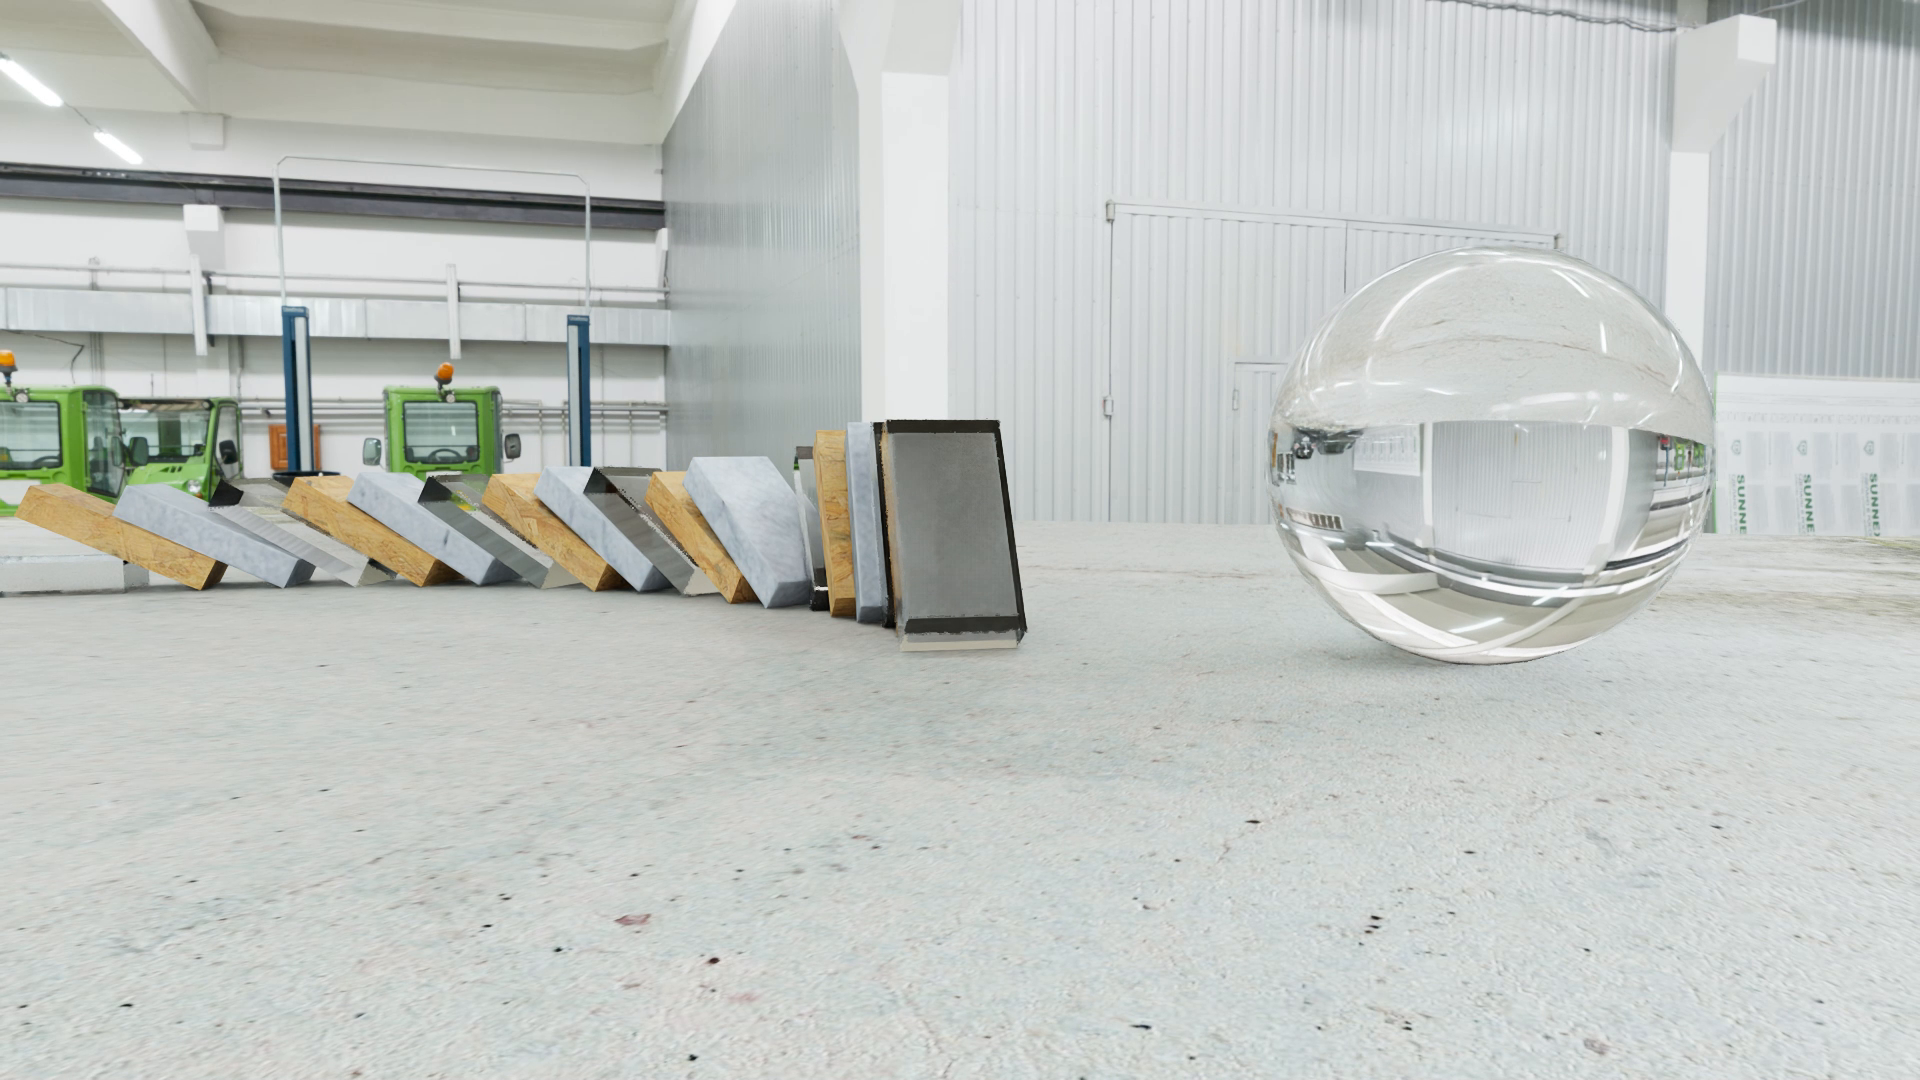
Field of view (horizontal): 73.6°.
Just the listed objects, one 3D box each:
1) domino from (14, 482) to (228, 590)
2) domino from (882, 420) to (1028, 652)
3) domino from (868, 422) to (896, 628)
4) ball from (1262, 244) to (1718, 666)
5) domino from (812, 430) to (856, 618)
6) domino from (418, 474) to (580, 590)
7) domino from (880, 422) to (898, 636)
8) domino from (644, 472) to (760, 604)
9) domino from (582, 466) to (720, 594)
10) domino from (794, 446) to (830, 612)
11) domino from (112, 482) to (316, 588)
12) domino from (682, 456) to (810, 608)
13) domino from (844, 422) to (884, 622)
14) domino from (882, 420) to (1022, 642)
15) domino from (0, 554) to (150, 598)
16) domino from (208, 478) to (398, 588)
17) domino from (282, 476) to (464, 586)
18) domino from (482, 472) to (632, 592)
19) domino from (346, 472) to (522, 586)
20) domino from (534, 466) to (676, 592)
[{"bbox_3d":[-0.243,-0.001,0.376,0.050,0.010,0.025,26,-4,-18],"label":"domino"},{"bbox_3d":[-0.002,-0.002,0.273,0.025,0.050,0.010,-1,-27,-11],"label":"domino"},{"bbox_3d":[-0.007,-0.004,0.305,0.025,0.050,0.010,-1,-27,-11],"label":"domino"},{"bbox_3d":[0.099,-0.016,0.247,0.080,0.080,0.080,0,4,0],"label":"ball"},{"bbox_3d":[-0.022,-0.005,0.327,0.025,0.050,0.010,-1,-32,-15],"label":"domino"},{"bbox_3d":[-0.137,-0.003,0.392,0.050,0.010,0.025,32,13,14],"label":"domino"},{"bbox_3d":[-0.004,-0.003,0.295,0.025,0.050,0.010,-1,-27,-11],"label":"domino"},{"bbox_3d":[-0.065,-0.002,0.362,0.025,0.009,0.050,-4,38,-44],"label":"domino"},{"bbox_3d":[-0.084,-0.003,0.373,0.050,0.009,0.025,40,22,26],"label":"domino"},{"bbox_3d":[-0.029,-0.004,0.342,0.025,0.010,0.050,-1,49,-15],"label":"domino"},{"bbox_3d":[-0.222,-0.002,0.385,0.050,0.010,0.025,26,-1,-11],"label":"domino"},{"bbox_3d":[-0.053,-0.003,0.350,0.025,0.009,0.050,-4,45,-44],"label":"domino"},{"bbox_3d":[-0.014,-0.005,0.315,0.025,0.050,0.009,-1,-27,-11],"label":"domino"},{"bbox_3d":[-0.002,-0.003,0.284,0.025,0.050,0.010,-1,-27,-11],"label":"domino"},{"bbox_3d":[-0.265,0.010,0.368,0.050,0.009,0.025,-1,5,-18],"label":"domino"},{"bbox_3d":[-0.199,-0.003,0.393,0.050,0.009,0.025,28,5,0],"label":"domino"},{"bbox_3d":[-0.178,-0.003,0.395,0.050,0.010,0.025,30,7,4],"label":"domino"},{"bbox_3d":[-0.117,-0.003,0.388,0.050,0.009,0.025,34,17,20],"label":"domino"},{"bbox_3d":[-0.159,-0.004,0.395,0.050,0.010,0.025,31,7,7],"label":"domino"},{"bbox_3d":[-0.101,-0.004,0.381,0.050,0.010,0.025,38,19,22],"label":"domino"}]
